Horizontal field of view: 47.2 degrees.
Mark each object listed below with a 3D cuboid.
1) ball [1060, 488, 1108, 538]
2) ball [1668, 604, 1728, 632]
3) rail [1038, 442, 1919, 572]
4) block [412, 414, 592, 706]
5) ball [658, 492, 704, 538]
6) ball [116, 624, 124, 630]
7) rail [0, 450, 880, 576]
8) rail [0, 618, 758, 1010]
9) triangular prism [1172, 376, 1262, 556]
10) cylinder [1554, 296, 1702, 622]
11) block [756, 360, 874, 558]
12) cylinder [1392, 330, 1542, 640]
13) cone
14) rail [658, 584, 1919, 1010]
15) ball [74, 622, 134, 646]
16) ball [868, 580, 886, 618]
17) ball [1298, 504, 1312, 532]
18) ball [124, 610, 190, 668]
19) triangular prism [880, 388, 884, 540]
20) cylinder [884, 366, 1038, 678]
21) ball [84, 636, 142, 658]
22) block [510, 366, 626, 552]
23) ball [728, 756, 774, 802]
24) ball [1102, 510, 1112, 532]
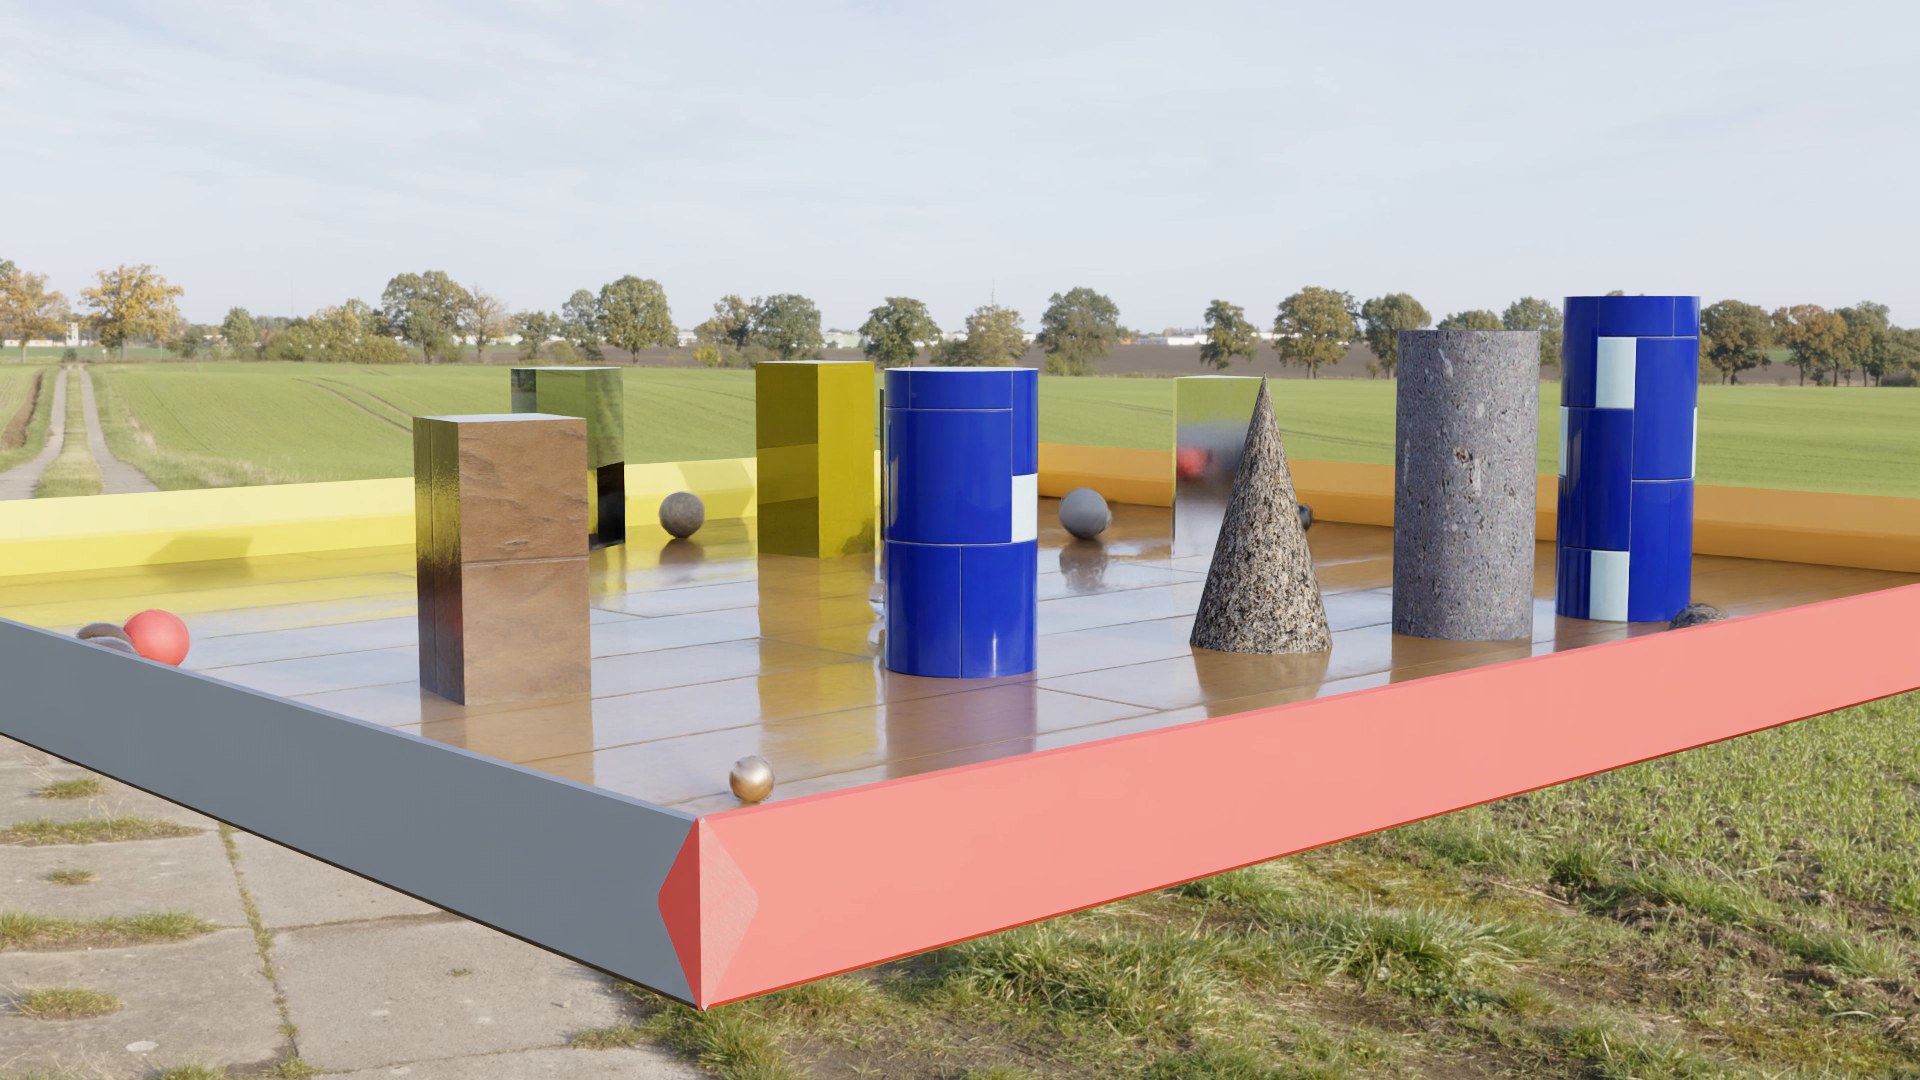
[{"bbox_3d":[0.242,-0.052,4.272,0.095,0.095,0.095,0,6,0],"label":"ball"},{"bbox_3d":[0.926,0.118,2.751,0.077,0.077,0.077,0,6,0],"label":"ball"},{"bbox_3d":[1.045,-0.069,4.291,0.045,0.124,2.649,-6,8,-42],"label":"rail"},{"bbox_3d":[-0.532,0.017,2.556,0.152,0.319,0.152,-4,7,-32],"label":"block"},{"bbox_3d":[-0.543,-0.049,4.281,0.089,0.089,0.089,0,6,0],"label":"ball"},{"bbox_3d":[-1.059,0.131,2.739,0.053,0.053,0.053,0,6,0],"label":"ball"},{"bbox_3d":[-0.882,-0.068,4.283,2.891,0.124,0.045,-6,8,-42],"label":"rail"},{"bbox_3d":[-1.045,0.133,2.373,0.045,0.124,2.649,-6,8,-42],"label":"rail"},{"bbox_3d":[0.467,-0.139,4.028,0.165,0.320,0.143,0,6,0],"label":"triangular prism"},{"bbox_3d":[0.968,-0.122,3.194,0.190,0.461,0.190,0,6,0],"label":"cylinder"},{"bbox_3d":[-0.263,-0.151,4.012,0.152,0.347,0.152,5,8,38],"label":"block"},{"bbox_3d":[0.695,-0.080,3.025,0.190,0.414,0.190,0,6,0],"label":"cylinder"},{"bbox_3d":[0.402,-0.043,2.916,0.190,0.362,0.190,0,6,0],"label":"cone"},{"bbox_3d":[0.882,0.132,2.381,2.891,0.124,0.045,-6,8,-42],"label":"rail"},{"bbox_3d":[-1.020,0.134,2.613,0.073,0.073,0.073,0,6,0],"label":"ball"},{"bbox_3d":[-0.105,0.085,3.177,0.054,0.054,0.054,0,6,0],"label":"ball"},{"bbox_3d":[0.667,-0.041,4.347,0.059,0.059,0.059,0,6,0],"label":"ball"},{"bbox_3d":[-0.980,0.124,2.678,0.080,0.080,0.080,0,6,0],"label":"ball"},{"bbox_3d":[-0.053,-0.149,4.264,0.165,0.291,0.143,2,6,18],"label":"triangular prism"},{"bbox_3d":[0.002,-0.027,2.727,0.190,0.370,0.190,0,6,0],"label":"cylinder"},{"bbox_3d":[-0.941,0.149,2.419,0.086,0.086,0.086,0,6,0],"label":"ball"},{"bbox_3d":[-0.731,-0.155,4.114,0.152,0.333,0.152,2,6,18],"label":"block"},{"bbox_3d":[-0.188,0.216,1.989,0.041,0.041,0.041,0,6,0],"label":"ball"},{"bbox_3d":[0.275,-0.043,4.375,0.057,0.057,0.057,0,6,0],"label":"ball"}]
